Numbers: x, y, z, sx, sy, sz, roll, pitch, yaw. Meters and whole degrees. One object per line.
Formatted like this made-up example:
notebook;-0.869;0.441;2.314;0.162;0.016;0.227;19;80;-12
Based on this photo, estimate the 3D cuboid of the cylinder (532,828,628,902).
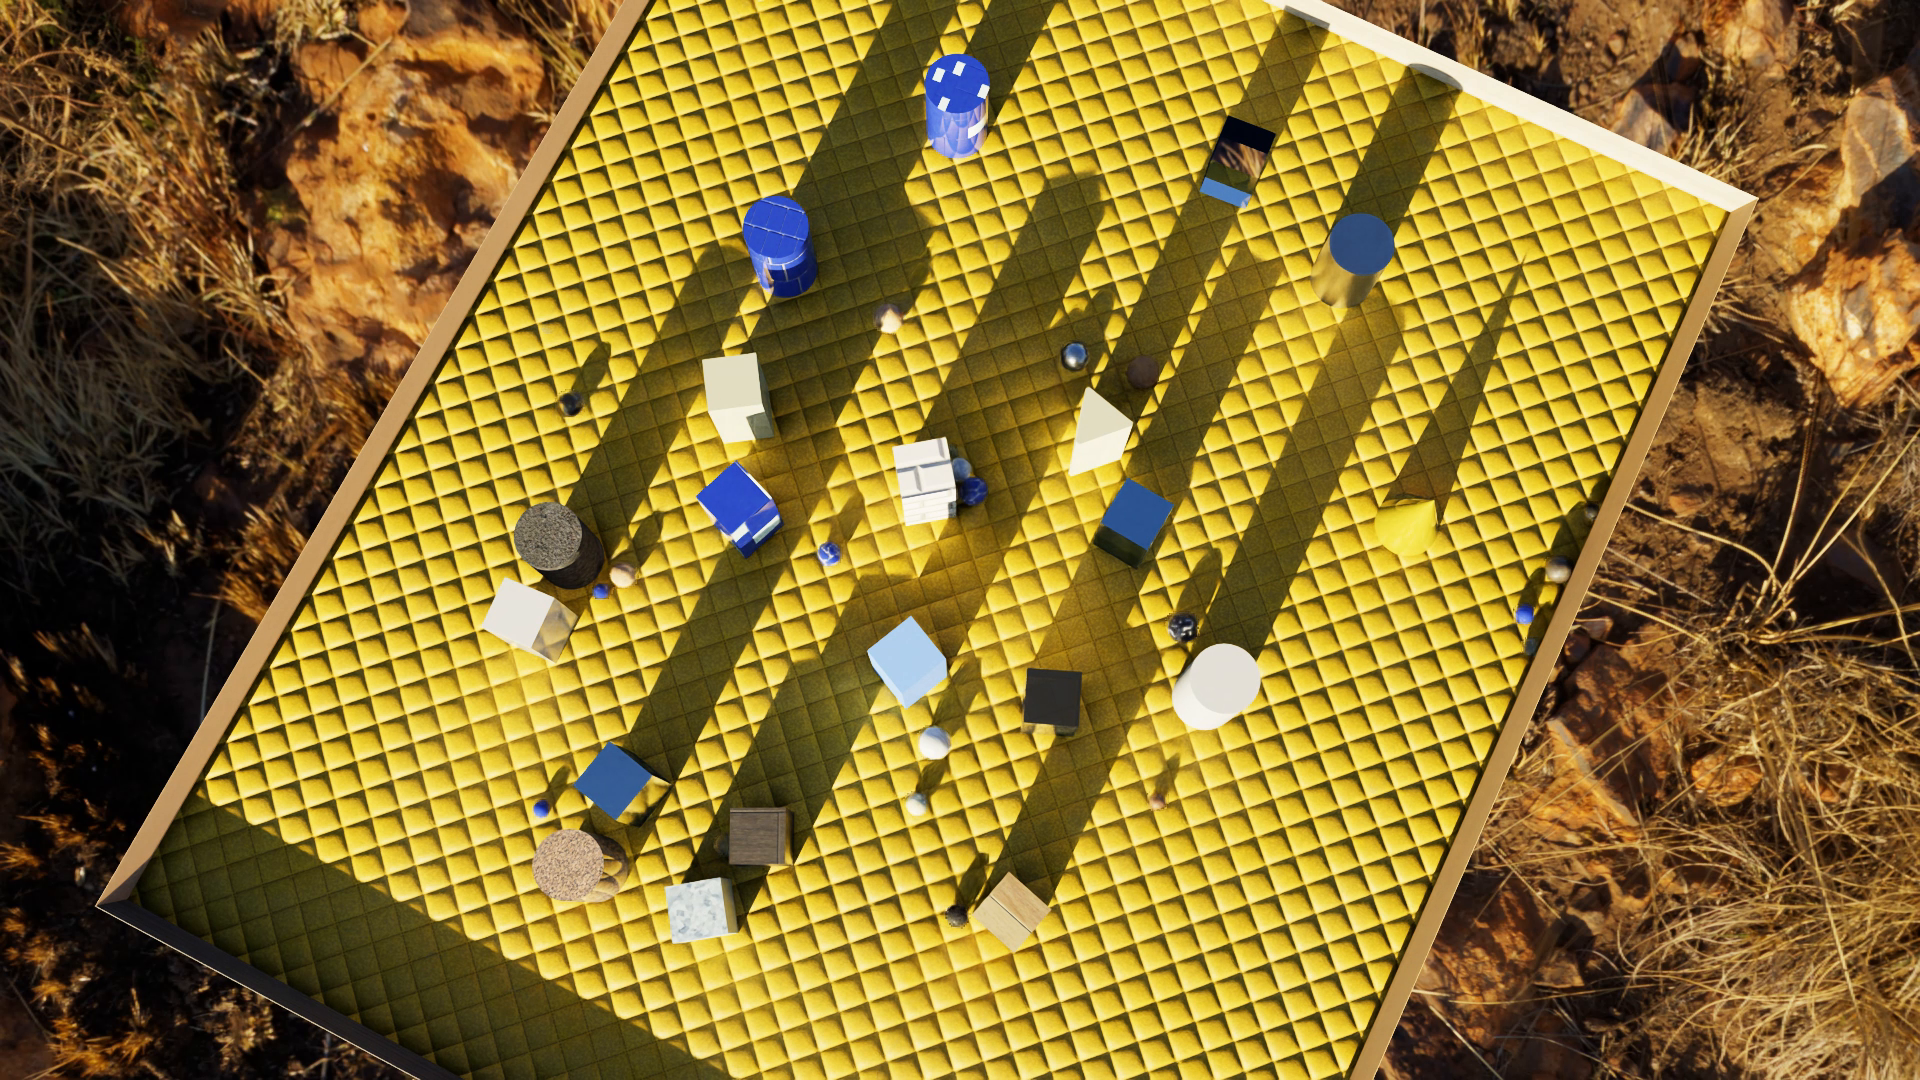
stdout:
cylinder;-1.077;0.932;5.225;0.197;0.389;0.197;0;78;0

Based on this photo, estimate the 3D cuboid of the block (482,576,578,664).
block;-1.263;0.240;5.397;0.157;0.334;0.157;22;79;4

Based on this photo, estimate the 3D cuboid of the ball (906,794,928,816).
ball;-0.127;0.782;5.421;0.066;0.066;0.066;0;78;0

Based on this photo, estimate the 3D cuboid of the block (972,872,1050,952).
block;0.144;1.067;5.252;0.157;0.282;0.157;41;81;8

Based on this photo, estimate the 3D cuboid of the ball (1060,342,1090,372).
ball;0.357;-0.569;5.688;0.091;0.091;0.091;0;78;0

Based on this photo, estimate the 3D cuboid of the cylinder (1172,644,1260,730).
cylinder;0.737;0.430;5.305;0.197;0.436;0.197;0;78;0

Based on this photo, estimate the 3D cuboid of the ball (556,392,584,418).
ball;-1.205;-0.418;5.662;0.079;0.079;0.079;0;78;0

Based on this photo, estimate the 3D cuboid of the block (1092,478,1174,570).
block;0.515;-0.045;5.469;0.157;0.308;0.157;31;80;6

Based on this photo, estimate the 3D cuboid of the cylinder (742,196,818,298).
cylinder;-0.548;-0.895;5.621;0.197;0.353;0.197;0;78;0

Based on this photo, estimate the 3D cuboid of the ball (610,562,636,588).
ball;-1.022;0.106;5.556;0.076;0.076;0.076;0;78;0

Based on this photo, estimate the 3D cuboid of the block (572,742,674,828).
block;-0.963;0.706;5.272;0.157;0.389;0.157;38;81;7

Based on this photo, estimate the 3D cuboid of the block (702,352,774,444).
block;-0.664;-0.423;5.517;0.157;0.367;0.157;-8;78;-2

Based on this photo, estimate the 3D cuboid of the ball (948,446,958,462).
ball;-0.030;-0.266;5.645;0.053;0.053;0.053;0;78;0

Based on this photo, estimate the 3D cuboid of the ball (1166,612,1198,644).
ball;0.669;0.264;5.514;0.094;0.094;0.094;0;78;0

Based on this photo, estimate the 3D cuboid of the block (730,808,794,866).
block;-0.571;0.862;5.301;0.157;0.269;0.157;0;78;0

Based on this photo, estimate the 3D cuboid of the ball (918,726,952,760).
ball;-0.074;0.603;5.442;0.097;0.097;0.097;0;78;0

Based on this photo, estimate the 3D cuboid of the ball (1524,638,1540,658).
ball;1.725;0.325;5.521;0.055;0.055;0.055;0;78;0

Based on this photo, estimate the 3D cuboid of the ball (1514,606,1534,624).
ball;1.707;0.227;5.541;0.057;0.057;0.057;0;78;0

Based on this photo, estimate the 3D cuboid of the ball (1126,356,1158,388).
ball;0.564;-0.517;5.673;0.098;0.098;0.098;0;78;0

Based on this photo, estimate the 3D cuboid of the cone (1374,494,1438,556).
cone;1.372;-0.081;5.464;0.197;0.332;0.197;0;78;0

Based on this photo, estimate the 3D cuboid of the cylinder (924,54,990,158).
cylinder;-0.009;-1.352;5.725;0.197;0.336;0.197;0;78;0

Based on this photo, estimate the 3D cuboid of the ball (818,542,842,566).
ball;-0.398;0.041;5.571;0.073;0.073;0.073;0;78;0

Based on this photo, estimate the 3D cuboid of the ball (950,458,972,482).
ball;-0.001;-0.214;5.624;0.074;0.074;0.074;0;78;0

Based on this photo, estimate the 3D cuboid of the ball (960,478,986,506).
ball;0.040;-0.148;5.604;0.085;0.085;0.085;0;78;0

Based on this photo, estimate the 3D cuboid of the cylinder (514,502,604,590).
cylinder;-1.186;0.020;5.439;0.197;0.339;0.197;0;78;0

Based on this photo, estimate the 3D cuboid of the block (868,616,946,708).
block;-0.150;0.362;5.343;0.157;0.389;0.157;-38;81;-7

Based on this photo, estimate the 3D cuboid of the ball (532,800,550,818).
ball;-1.238;0.799;5.425;0.052;0.052;0.052;0;78;0

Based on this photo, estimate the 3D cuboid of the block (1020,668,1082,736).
block;0.265;0.478;5.368;0.157;0.293;0.157;4;78;1

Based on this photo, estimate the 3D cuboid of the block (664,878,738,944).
block;-0.740;1.065;5.268;0.157;0.250;0.157;-10;78;-2

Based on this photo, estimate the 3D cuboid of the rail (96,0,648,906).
rail;-1.536;-0.745;5.705;0.045;0.128;4.160;26;80;5

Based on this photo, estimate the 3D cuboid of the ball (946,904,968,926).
ball;-0.008;1.097;5.356;0.067;0.067;0.067;0;78;0

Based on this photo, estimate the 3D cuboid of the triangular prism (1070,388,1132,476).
triangular prism;0.394;-0.335;5.487;0.170;0.390;0.148;-19;79;-4

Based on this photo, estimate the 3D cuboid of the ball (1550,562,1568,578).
ball;1.816;0.090;5.557;0.052;0.052;0.052;0;78;0

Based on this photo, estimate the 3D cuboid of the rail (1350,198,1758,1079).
rail;1.536;0.759;5.393;0.045;0.128;4.160;26;80;5

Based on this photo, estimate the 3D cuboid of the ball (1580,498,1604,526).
ball;1.938;-0.085;5.608;0.081;0.081;0.081;0;78;0

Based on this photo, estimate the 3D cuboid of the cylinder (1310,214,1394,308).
cylinder;1.204;-0.855;5.637;0.197;0.306;0.197;0;78;0

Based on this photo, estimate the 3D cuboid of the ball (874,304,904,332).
ball;-0.220;-0.692;5.713;0.091;0.091;0.091;0;78;0

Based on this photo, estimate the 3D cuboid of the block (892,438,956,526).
block;-0.104;-0.170;5.465;0.157;0.365;0.157;-11;79;-2

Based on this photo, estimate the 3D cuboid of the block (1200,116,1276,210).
block;0.867;-1.179;5.732;0.157;0.252;0.157;22;79;4

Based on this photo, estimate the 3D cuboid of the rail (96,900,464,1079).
rail;-0.920;1.808;5.176;3.482;0.128;0.045;26;80;5

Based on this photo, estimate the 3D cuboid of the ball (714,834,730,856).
ball;-0.688;0.899;5.396;0.068;0.068;0.068;0;78;0

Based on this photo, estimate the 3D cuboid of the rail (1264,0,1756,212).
rail;0.920;-1.794;5.922;3.482;0.128;0.045;26;80;5

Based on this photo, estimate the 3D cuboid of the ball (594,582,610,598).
ball;-1.086;0.153;5.561;0.047;0.047;0.047;0;78;0

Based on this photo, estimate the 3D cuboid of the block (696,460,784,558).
block;-0.651;-0.086;5.451;0.157;0.359;0.157;-43;81;-8

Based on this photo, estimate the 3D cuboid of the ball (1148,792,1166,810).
ball;0.585;0.773;5.430;0.051;0.051;0.051;0;78;0
